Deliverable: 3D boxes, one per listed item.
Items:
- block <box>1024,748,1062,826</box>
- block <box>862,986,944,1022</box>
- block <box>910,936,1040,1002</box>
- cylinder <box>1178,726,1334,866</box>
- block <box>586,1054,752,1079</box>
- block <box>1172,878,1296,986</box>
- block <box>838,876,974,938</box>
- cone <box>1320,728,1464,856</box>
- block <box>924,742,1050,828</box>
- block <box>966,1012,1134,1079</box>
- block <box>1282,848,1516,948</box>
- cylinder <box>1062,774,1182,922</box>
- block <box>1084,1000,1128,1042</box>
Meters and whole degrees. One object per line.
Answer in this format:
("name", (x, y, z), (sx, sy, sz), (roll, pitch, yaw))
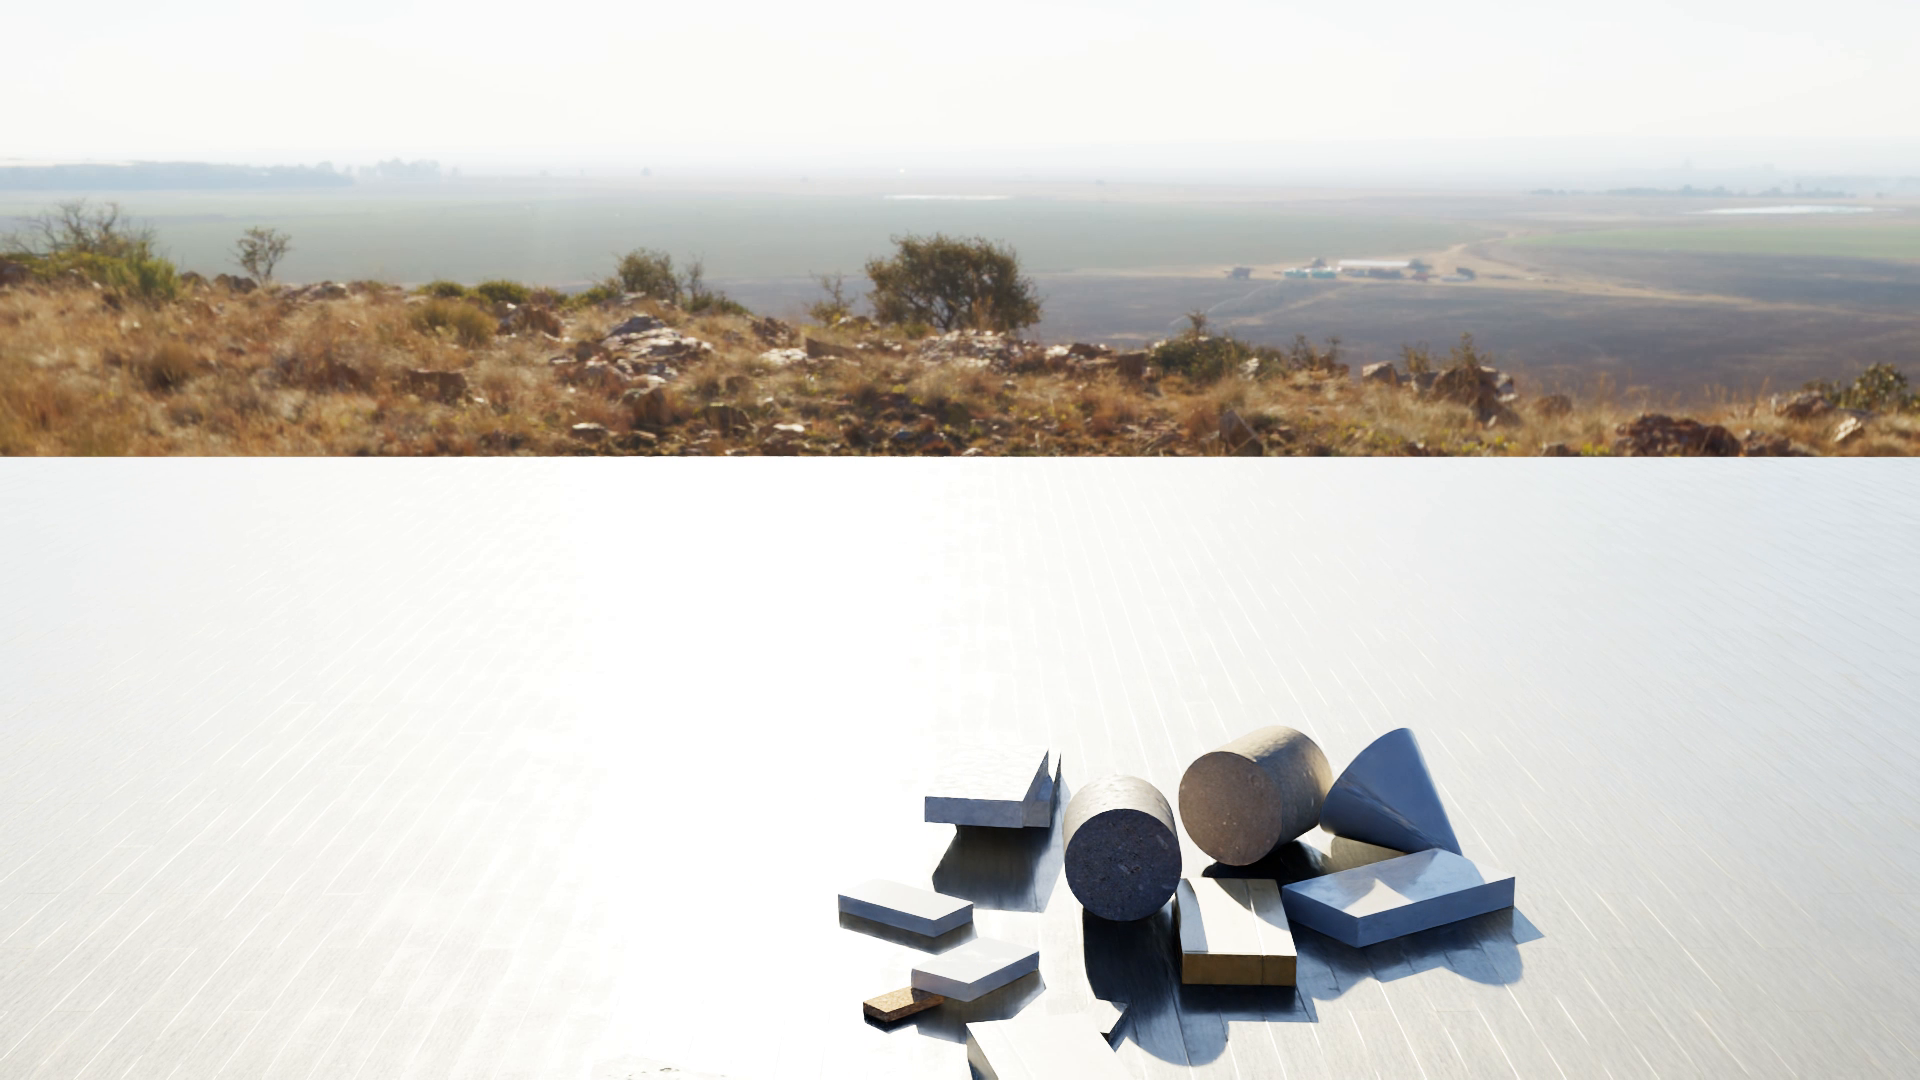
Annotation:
("block", (0.095, 0.467, 4.197), (0.176, 0.050, 0.351), (1, 11, 6))
("block", (-0.082, 0.671, 3.193), (0.109, 0.015, 0.054), (-9, 14, -41))
("block", (0.024, 0.639, 3.281), (0.101, 0.029, 0.203), (8, 9, 32))
("cylinder", (0.523, 0.448, 3.878), (0.203, 0.203, 0.203), (7, 13, 34))
("block", (-0.343, 0.717, 2.453), (0.194, 0.194, 0.194), (5, 12, 24))
("block", (0.424, 0.608, 3.439), (0.169, 0.048, 0.337), (0, 11, 3))
("block", (-0.090, 0.594, 3.567), (0.203, 0.029, 0.101), (8, 13, 37))
("cone", (0.804, 0.499, 3.863), (0.242, 0.242, 0.242), (-10, 41, -43))
("block", (0.053, 0.446, 4.035), (0.175, 0.050, 0.351), (2, 11, 10))
("block", (0.130, 0.713, 2.876), (0.169, 0.048, 0.338), (-2, 11, -13))
("block", (0.716, 0.580, 3.587), (0.351, 0.050, 0.176), (-7, 13, -33))
("cylinder", (0.265, 0.503, 3.617), (0.190, 0.190, 0.190), (0, 11, 2))
("block", (0.200, 0.683, 3.125), (0.054, 0.015, 0.109), (4, 11, 19))
